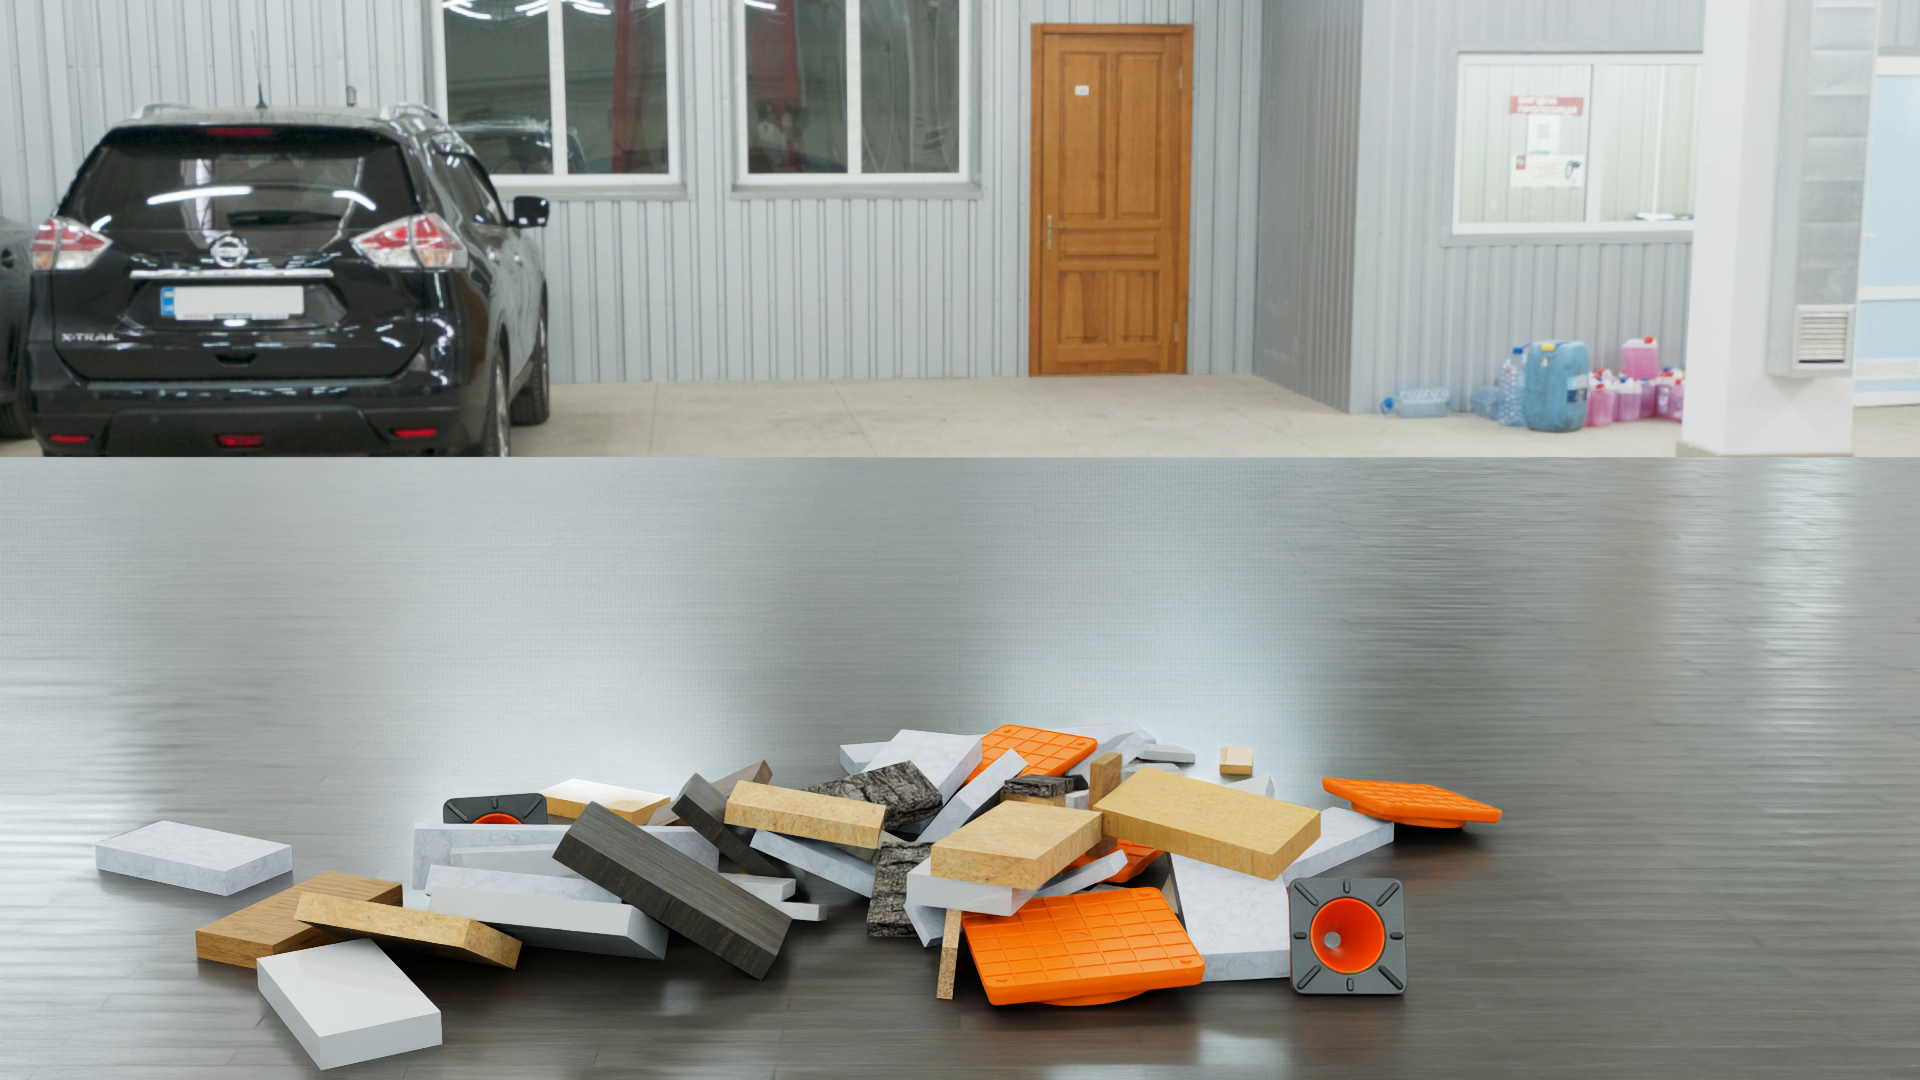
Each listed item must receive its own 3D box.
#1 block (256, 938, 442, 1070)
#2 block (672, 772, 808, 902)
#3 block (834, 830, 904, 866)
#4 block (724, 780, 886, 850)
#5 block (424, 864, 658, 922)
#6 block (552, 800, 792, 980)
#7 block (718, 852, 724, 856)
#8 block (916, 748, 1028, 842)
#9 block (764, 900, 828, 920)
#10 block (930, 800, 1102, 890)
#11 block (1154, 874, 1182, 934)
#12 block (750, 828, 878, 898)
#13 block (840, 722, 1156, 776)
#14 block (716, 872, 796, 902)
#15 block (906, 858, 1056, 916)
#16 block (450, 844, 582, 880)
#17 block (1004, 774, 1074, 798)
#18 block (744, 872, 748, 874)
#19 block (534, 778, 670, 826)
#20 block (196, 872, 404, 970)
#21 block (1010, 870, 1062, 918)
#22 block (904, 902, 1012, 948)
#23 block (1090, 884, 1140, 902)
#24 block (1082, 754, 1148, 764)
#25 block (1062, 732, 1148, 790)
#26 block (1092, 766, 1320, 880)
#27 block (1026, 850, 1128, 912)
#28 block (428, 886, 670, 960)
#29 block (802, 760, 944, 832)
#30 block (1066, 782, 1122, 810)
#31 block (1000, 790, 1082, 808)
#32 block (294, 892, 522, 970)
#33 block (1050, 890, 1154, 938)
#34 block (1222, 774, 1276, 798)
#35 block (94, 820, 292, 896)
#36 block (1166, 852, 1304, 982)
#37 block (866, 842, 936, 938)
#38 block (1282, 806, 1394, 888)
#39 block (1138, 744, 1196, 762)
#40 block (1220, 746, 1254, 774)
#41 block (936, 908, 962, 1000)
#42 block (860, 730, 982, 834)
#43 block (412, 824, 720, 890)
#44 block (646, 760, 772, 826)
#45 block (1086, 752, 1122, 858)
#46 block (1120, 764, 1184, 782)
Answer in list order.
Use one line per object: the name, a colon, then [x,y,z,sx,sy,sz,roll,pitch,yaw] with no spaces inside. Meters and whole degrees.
block: [-0.881,0.661,3.158,0.168,0.048,0.337,-6,12,-31]
block: [-0.362,0.496,3.653,0.252,0.036,0.126,40,9,-6]
block: [-0.113,0.528,3.694,0.199,0.028,0.099,26,10,-3]
block: [-0.254,0.453,3.636,0.252,0.036,0.126,10,11,1]
block: [-0.652,0.566,3.444,0.326,0.046,0.163,3,-22,15]
block: [-0.436,0.533,3.361,0.364,0.046,0.163,31,11,-2]
block: [-0.411,0.490,3.936,0.115,0.033,0.230,-40,13,1]
block: [0.014,0.474,3.899,0.043,0.151,0.301,42,21,8]
block: [-0.305,0.588,3.515,0.175,0.025,0.087,4,-9,7]
block: [0.095,0.482,3.495,0.168,0.048,0.337,5,7,21]
block: [0.406,0.563,3.587,0.128,0.036,0.257,3,22,17]
block: [-0.220,0.523,3.659,0.252,0.036,0.126,24,10,-3]
block: [0.079,0.426,4.450,0.629,0.036,0.129,-3,11,-16]
block: [-0.362,0.559,3.556,0.175,0.025,0.087,3,-1,10]
block: [0.060,0.522,3.551,0.168,0.048,0.402,4,7,18]
block: [-0.722,0.552,3.588,0.208,0.104,0.029,-1,11,-7]
block: [0.141,0.438,3.919,0.082,0.023,0.164,4,0,18]
block: [-0.445,0.586,3.611,0.208,0.029,0.104,-3,11,-14]
block: [-0.669,0.492,4.107,0.230,0.033,0.115,6,12,29]
block: [-1.043,0.602,3.488,0.152,0.043,0.304,5,12,24]
block: [0.107,0.577,3.577,0.146,0.021,0.073,-3,43,-23]
block: [-0.003,0.590,3.471,0.159,0.023,0.080,-5,49,-35]
block: [0.232,0.596,3.579,0.073,0.021,0.146,5,12,25]
block: [0.309,0.447,4.390,0.128,0.018,0.064,0,11,0]
block: [0.270,0.416,4.119,0.129,0.036,0.257,-37,-3,-8]
block: [0.403,0.461,3.604,0.332,0.047,0.166,11,25,34]
block: [0.184,0.542,3.502,0.159,0.023,0.080,-26,-2,20]
block: [-0.626,0.584,3.352,0.326,0.046,0.163,3,-22,15]
block: [-0.198,0.482,3.949,0.302,0.043,0.151,-13,24,-20]
block: [0.254,0.472,3.828,0.164,0.082,0.023,-7,11,-36]
block: [0.248,0.480,3.942,0.329,0.043,0.151,5,-1,-36]
block: [-0.836,0.592,3.336,0.304,0.043,0.152,4,-21,22]
block: [0.226,0.592,3.493,0.146,0.021,0.073,8,24,25]
block: [0.497,0.493,3.995,0.128,0.036,0.256,-15,7,14]
block: [-1.320,0.546,3.788,0.304,0.043,0.152,5,12,27]
block: [0.426,0.548,3.506,0.166,0.047,0.488,-3,21,0]
block: [-0.088,0.562,3.546,0.099,0.028,0.199,0,32,7]
block: [0.587,0.542,3.830,0.128,0.036,0.423,10,14,42]
block: [0.404,0.428,4.426,0.128,0.018,0.064,7,6,-28]
block: [0.555,0.442,4.415,0.064,0.018,0.128,2,11,8]
block: [-0.016,0.619,3.292,0.023,0.080,0.159,6,11,1]
block: [-0.093,0.452,4.149,0.166,0.047,0.332,4,20,20]
block: [-0.648,0.525,3.633,0.496,0.104,0.029,2,10,-11]
block: [-0.449,0.470,3.901,0.230,0.033,0.115,-26,13,15]
block: [0.243,0.448,3.717,0.023,0.164,0.082,7,11,25]
block: [0.350,0.449,4.169,0.129,0.036,0.257,0,-2,1]
